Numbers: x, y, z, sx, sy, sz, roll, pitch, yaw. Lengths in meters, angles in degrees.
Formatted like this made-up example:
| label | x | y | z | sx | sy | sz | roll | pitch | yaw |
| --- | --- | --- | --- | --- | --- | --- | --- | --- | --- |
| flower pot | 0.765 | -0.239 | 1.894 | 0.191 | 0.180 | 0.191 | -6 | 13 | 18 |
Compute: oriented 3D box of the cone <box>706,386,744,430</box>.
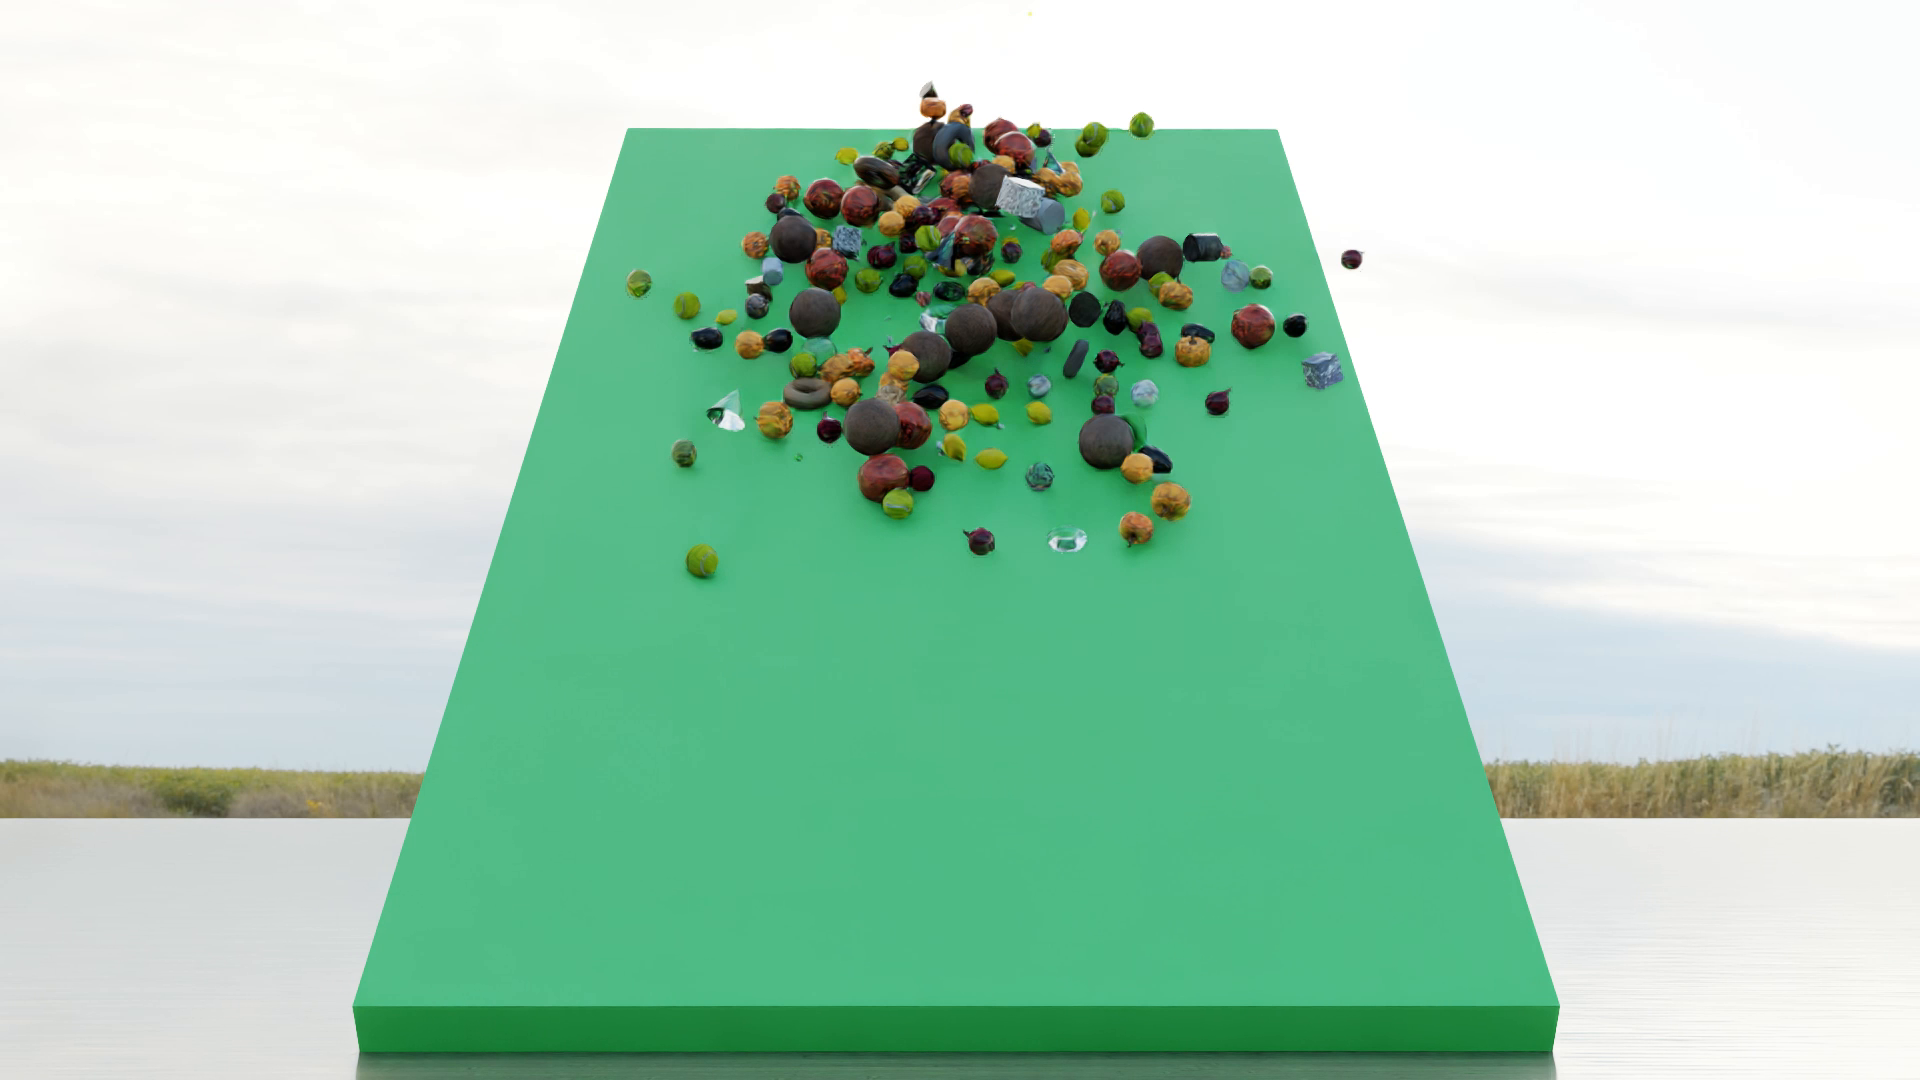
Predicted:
| label | x | y | z | sx | sy | sz | roll | pitch | yaw |
| --- | --- | --- | --- | --- | --- | --- | --- | --- | --- |
| cone | -0.535 | -0.323 | 5.702 | 0.094 | 0.094 | 0.094 | 15 | -28 | 8 |

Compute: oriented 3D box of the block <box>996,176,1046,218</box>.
| label | x | y | z | sx | sy | sz | roll | pitch | yaw |
| --- | --- | --- | --- | --- | --- | --- | --- | --- | --- |
| block | 0.160 | -0.904 | 6.399 | 0.081 | 0.081 | 0.081 | 1 | 24 | -42 |

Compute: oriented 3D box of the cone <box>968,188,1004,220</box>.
| label | x | y | z | sx | sy | sz | roll | pitch | yaw |
| --- | --- | --- | --- | --- | --- | --- | --- | --- | --- |
| cone | 0.088 | -0.931 | 6.849 | 0.096 | 0.096 | 0.096 | 20 | -14 | -21 |

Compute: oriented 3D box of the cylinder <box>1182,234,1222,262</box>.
| label | x | y | z | sx | sy | sz | roll | pitch | yaw |
| --- | --- | --- | --- | --- | --- | --- | --- | --- | --- |
| cylinder | 0.641 | -0.772 | 6.411 | 0.075 | 0.075 | 0.075 | -3 | -4 | -30 |

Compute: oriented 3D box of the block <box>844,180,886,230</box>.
| label | x | y | z | sx | sy | sz | roll | pitch | yaw |
| --- | --- | --- | --- | --- | --- | --- | --- | --- | --- |
| block | -0.266 | -0.935 | 6.754 | 0.087 | 0.087 | 0.087 | 25 | -14 | 3 |

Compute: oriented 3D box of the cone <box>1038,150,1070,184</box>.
| label | x | y | z | sx | sy | sz | roll | pitch | yaw |
| --- | --- | --- | --- | --- | --- | --- | --- | --- | --- |
| cone | 0.259 | -1.068 | 6.904 | 0.095 | 0.095 | 0.095 | -9 | 3 | 0 |

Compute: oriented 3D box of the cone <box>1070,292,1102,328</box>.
| label | x | y | z | sx | sy | sz | roll | pitch | yaw |
| --- | --- | --- | --- | --- | --- | --- | --- | --- | --- |
| cone | 0.346 | -0.592 | 6.273 | 0.093 | 0.093 | 0.093 | -4 | -2 | 33 |

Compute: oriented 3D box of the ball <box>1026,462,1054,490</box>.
| label | x | y | z | sx | sy | sz | roll | pitch | yaw |
| --- | --- | --- | --- | --- | --- | --- | --- | --- | --- |
| ball | 0.181 | -0.144 | 5.498 | 0.065 | 0.065 | 0.065 | 0 | -6 | 0 |

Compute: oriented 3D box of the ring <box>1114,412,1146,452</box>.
| label | x | y | z | sx | sy | sz | roll | pitch | yaw |
| --- | --- | --- | --- | --- | --- | --- | --- | --- | --- |
| ring | 0.397 | -0.253 | 5.650 | 0.031 | 0.094 | 0.094 | 1 | -6 | -41 |

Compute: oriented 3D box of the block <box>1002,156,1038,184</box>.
| label | x | y | z | sx | sy | sz | roll | pitch | yaw |
| --- | --- | --- | --- | --- | --- | --- | --- | --- | --- |
| block | 0.169 | -1.030 | 6.949 | 0.100 | 0.100 | 0.100 | 0 | 38 | 0 |

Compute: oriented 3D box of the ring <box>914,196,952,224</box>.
| label | x | y | z | sx | sy | sz | roll | pitch | yaw |
| --- | --- | --- | --- | --- | --- | --- | --- | --- | --- |
| ring | -0.077 | -0.929 | 6.825 | 0.113 | 0.038 | 0.113 | 18 | 29 | -11 |

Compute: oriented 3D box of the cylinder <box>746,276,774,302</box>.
| label | x | y | z | sx | sy | sz | roll | pitch | yaw |
| --- | --- | --- | --- | --- | --- | --- | --- | --- | --- |
| cylinder | -0.525 | -0.651 | 6.341 | 0.060 | 0.060 | 0.060 | -12 | 22 | 5 |

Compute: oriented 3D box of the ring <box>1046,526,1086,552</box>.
| label | x | y | z | sx | sy | sz | roll | pitch | yaw |
| --- | --- | --- | --- | --- | --- | --- | --- | --- | --- |
| ring | 0.233 | -0.002 | 5.295 | 0.088 | 0.029 | 0.088 | -1 | 30 | 0 |

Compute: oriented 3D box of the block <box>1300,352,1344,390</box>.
| label | x | y | z | sx | sy | sz | roll | pitch | yaw |
| --- | --- | --- | --- | --- | --- | --- | --- | --- | --- |
| block | 0.879 | -0.412 | 5.883 | 0.065 | 0.065 | 0.065 | -24 | 20 | -18 |

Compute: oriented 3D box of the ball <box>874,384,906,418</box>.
| label | x | y | z | sx | sy | sz | roll | pitch | yaw |
| --- | --- | --- | --- | --- | --- | --- | --- | --- | --- |
| ball | -0.166 | -0.329 | 5.753 | 0.079 | 0.079 | 0.079 | 0 | -6 | 0 |

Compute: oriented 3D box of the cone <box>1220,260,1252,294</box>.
| label | x | y | z | sx | sy | sz | roll | pitch | yaw |
| --- | --- | --- | --- | --- | --- | --- | --- | --- | --- |
| cone | 0.756 | -0.698 | 6.454 | 0.089 | 0.089 | 0.089 | -5 | -4 | 39 |

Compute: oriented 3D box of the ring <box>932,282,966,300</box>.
| label | x | y | z | sx | sy | sz | roll | pitch | yaw |
| --- | --- | --- | --- | --- | --- | --- | --- | --- | --- |
| ring | -0.029 | -0.657 | 6.398 | 0.087 | 0.029 | 0.087 | 3 | 29 | -1 |

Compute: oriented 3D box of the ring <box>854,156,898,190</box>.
| label | x | y | z | sx | sy | sz | roll | pitch | yaw |
| --- | --- | --- | --- | --- | --- | --- | --- | --- | --- |
| ring | -0.231 | -1.013 | 6.684 | 0.134 | 0.045 | 0.134 | 22 | -14 | 6 |

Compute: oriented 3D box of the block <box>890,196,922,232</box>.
| label | x | y | z | sx | sy | sz | roll | pitch | yaw |
| --- | --- | --- | --- | --- | --- | --- | --- | --- | --- |
| block | -0.148 | -0.887 | 6.594 | 0.059 | 0.059 | 0.059 | -23 | -49 | -3 |

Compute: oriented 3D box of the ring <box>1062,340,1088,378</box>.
| label | x | y | z | sx | sy | sz | roll | pitch | yaw |
| --- | --- | --- | --- | --- | --- | --- | --- | --- | --- |
| ring | 0.285 | -0.446 | 5.970 | 0.035 | 0.104 | 0.104 | 26 | -9 | -3 |

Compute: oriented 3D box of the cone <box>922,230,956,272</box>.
| label | x | y | z | sx | sy | sz | roll | pitch | yaw |
| --- | --- | --- | --- | --- | --- | --- | --- | --- | --- |
| cone | -0.033 | -0.758 | 6.262 | 0.096 | 0.096 | 0.096 | 26 | 9 | -4 |

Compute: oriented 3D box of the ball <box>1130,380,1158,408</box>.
| label | x | y | z | sx | sy | sz | roll | pitch | yaw |
| --- | --- | --- | --- | --- | --- | --- | --- | --- | --- |
| ball | 0.445 | -0.353 | 5.850 | 0.068 | 0.068 | 0.068 | 0 | -6 | 0 |

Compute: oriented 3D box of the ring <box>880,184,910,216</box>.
| label | x | y | z | sx | sy | sz | roll | pitch | yaw |
| --- | --- | --- | --- | --- | --- | --- | --- | --- | --- |
| ring | -0.196 | -0.961 | 6.823 | 0.130 | 0.043 | 0.130 | 22 | -25 | 11 |

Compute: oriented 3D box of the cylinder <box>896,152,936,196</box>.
| label | x | y | z | sx | sy | sz | roll | pitch | yaw |
| --- | --- | --- | --- | --- | --- | --- | --- | --- | --- |
| cylinder | -0.129 | -1.035 | 6.859 | 0.090 | 0.090 | 0.090 | -47 | -24 | 16 |

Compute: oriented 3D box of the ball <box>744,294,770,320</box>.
| label | x | y | z | sx | sy | sz | roll | pitch | yaw |
| --- | --- | --- | --- | --- | --- | --- | --- | --- | --- |
| ball | -0.525 | -0.604 | 6.270 | 0.066 | 0.066 | 0.066 | 0 | -6 | 0 |

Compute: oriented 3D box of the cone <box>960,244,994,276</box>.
| label | x | y | z | sx | sy | sz | roll | pitch | yaw |
| --- | --- | --- | --- | --- | --- | --- | --- | --- | --- |
| cone | 0.049 | -0.757 | 6.455 | 0.090 | 0.090 | 0.090 | 0 | -8 | -4 |

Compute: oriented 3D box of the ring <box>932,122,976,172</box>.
| label | x | y | z | sx | sy | sz | roll | pitch | yaw |
| --- | --- | --- | --- | --- | --- | --- | --- | --- | --- |
| ring | -0.017 | -1.119 | 6.899 | 0.141 | 0.141 | 0.047 | 5 | 13 | -39 |

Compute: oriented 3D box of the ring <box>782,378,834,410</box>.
| label | x | y | z | sx | sy | sz | roll | pitch | yaw |
| --- | --- | --- | --- | --- | --- | --- | --- | --- | --- |
| ring | -0.367 | -0.354 | 5.872 | 0.127 | 0.042 | 0.127 | -1 | 30 | 0 |

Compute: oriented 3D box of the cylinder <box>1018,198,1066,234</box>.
| label | x | y | z | sx | sy | sz | roll | pitch | yaw |
| --- | --- | --- | --- | --- | --- | --- | --- | --- | --- |
| cylinder | 0.227 | -0.910 | 6.764 | 0.094 | 0.094 | 0.094 | 28 | 13 | 39 |

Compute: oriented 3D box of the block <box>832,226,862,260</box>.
| label | x | y | z | sx | sy | sz | roll | pitch | yaw |
| --- | --- | --- | --- | --- | --- | --- | --- | --- | --- |
| block | -0.299 | -0.784 | 6.398 | 0.064 | 0.064 | 0.064 | 8 | -14 | -14 |

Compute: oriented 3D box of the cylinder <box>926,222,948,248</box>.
| label | x | y | z | sx | sy | sz | roll | pitch | yaw |
| --- | --- | --- | --- | --- | --- | --- | --- | --- | --- |
| cylinder | -0.060 | -0.830 | 6.649 | 0.061 | 0.061 | 0.061 | -5 | -49 | -6 |

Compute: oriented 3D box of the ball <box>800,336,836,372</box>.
| label | x | y | z | sx | sy | sz | roll | pitch | yaw |
| --- | --- | --- | --- | --- | --- | --- | --- | --- | --- |
| ball | -0.351 | -0.460 | 6.002 | 0.092 | 0.092 | 0.092 | 0 | -6 | 0 |

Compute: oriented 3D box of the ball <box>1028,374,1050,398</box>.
| label | x | y | z | sx | sy | sz | roll | pitch | yaw |
| --- | --- | --- | --- | --- | --- | --- | --- | --- | --- |
| ball | 0.192 | -0.375 | 5.898 | 0.056 | 0.056 | 0.056 | 0 | -6 | 0 |

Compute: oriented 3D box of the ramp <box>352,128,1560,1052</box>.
| label | x | y | z | sx | sy | sz | roll | pitch | yaw |
| --- | --- | --- | --- | --- | --- | --- | --- | --- | --- |
| ramp | -0.014 | -0.204 | 5.761 | 2.000 | 0.100 | 4.000 | 0 | 31 | 0 |

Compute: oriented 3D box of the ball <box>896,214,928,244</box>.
| label | x | y | z | sx | sy | sz | roll | pitch | yaw |
| --- | --- | --- | --- | --- | --- | --- | --- | --- | --- |
| ball | -0.133 | -0.861 | 6.685 | 0.087 | 0.087 | 0.087 | 0 | -6 | 0 |

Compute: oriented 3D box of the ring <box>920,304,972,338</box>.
| label | x | y | z | sx | sy | sz | roll | pitch | yaw |
| --- | --- | --- | --- | --- | --- | --- | --- | --- | --- |
| ring | -0.036 | -0.562 | 6.223 | 0.137 | 0.046 | 0.137 | 1 | 32 | -1 |

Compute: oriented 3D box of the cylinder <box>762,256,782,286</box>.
| label | x | y | z | sx | sy | sz | roll | pitch | yaw |
| --- | --- | --- | --- | --- | --- | --- | --- | --- | --- |
| cylinder | -0.482 | -0.690 | 6.227 | 0.053 | 0.053 | 0.053 | -4 | -43 | -4 |
